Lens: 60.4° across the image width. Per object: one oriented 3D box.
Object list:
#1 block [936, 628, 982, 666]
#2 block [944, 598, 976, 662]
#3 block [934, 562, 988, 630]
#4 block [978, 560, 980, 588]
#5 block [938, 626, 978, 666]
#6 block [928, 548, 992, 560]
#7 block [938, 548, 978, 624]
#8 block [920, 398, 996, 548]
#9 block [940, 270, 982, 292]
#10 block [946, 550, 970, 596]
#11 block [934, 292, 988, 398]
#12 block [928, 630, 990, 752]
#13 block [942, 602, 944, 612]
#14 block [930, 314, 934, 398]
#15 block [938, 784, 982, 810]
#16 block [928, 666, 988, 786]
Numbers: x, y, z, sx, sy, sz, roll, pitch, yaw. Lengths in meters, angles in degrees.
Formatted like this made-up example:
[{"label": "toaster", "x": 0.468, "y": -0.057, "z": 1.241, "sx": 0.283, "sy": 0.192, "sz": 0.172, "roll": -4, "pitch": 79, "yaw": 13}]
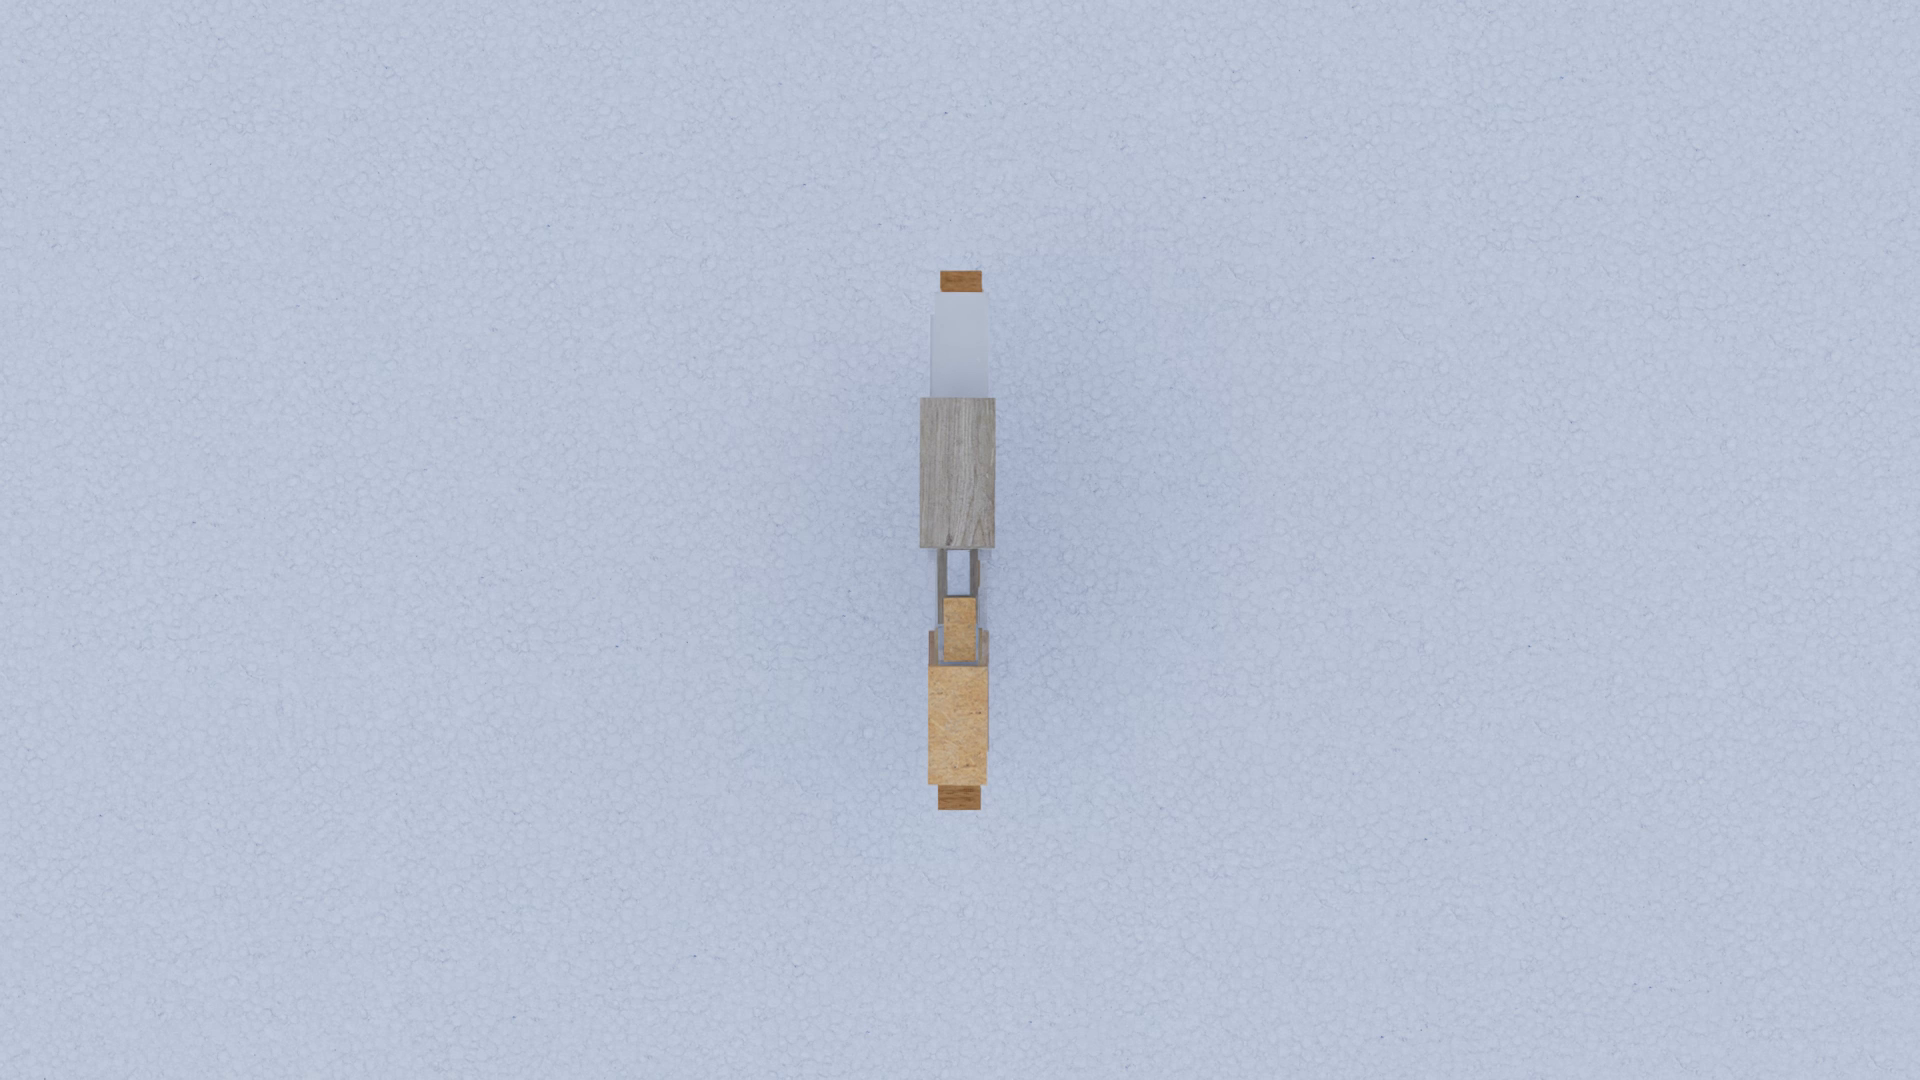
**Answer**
[{"label": "block", "x": -0.004, "y": 0.365, "z": 4.460, "sx": 0.127, "sy": 0.036, "sz": 0.255, "roll": 0, "pitch": 90, "yaw": 0}, {"label": "block", "x": -0.001, "y": 0.218, "z": 4.036, "sx": 0.077, "sy": 0.022, "sz": 0.155, "roll": 0, "pitch": 90, "yaw": 0}, {"label": "block", "x": 0.003, "y": 0.232, "z": 5.152, "sx": 0.162, "sy": 0.046, "sz": 0.325, "roll": 0, "pitch": 90, "yaw": 0}, {"label": "block", "x": -0.002, "y": 0.015, "z": 4.860, "sx": 0.126, "sy": 0.036, "sz": 0.251, "roll": 0, "pitch": 90, "yaw": 0}, {"label": "block", "x": -0.004, "y": 0.322, "z": 4.222, "sx": 0.103, "sy": 0.029, "sz": 0.205, "roll": 0, "pitch": 90, "yaw": 0}, {"label": "block", "x": 0.000, "y": -0.120, "z": 4.466, "sx": 0.176, "sy": 0.050, "sz": 0.352, "roll": 0, "pitch": 90, "yaw": 0}, {"label": "block", "x": -0.006, "y": 0.110, "z": 4.216, "sx": 0.104, "sy": 0.030, "sz": 0.209, "roll": 0, "pitch": 90, "yaw": 0}, {"label": "block", "x": -0.006, "y": -0.152, "z": 3.763, "sx": 0.171, "sy": 0.049, "sz": 0.343, "roll": 0, "pitch": 90, "yaw": 0}, {"label": "block", "x": 0.003, "y": -0.620, "z": 4.505, "sx": 0.113, "sy": 0.032, "sz": 0.226, "roll": 0, "pitch": 90, "yaw": 0}, {"label": "block", "x": -0.004, "y": 0.081, "z": 4.082, "sx": 0.056, "sy": 0.016, "sz": 0.112, "roll": 0, "pitch": 90, "yaw": 0}, {"label": "block", "x": 0.003, "y": -0.454, "z": 3.881, "sx": 0.127, "sy": 0.036, "sz": 0.254, "roll": 1, "pitch": 90, "yaw": 0}, {"label": "block", "x": -0.003, "y": 0.435, "z": 4.757, "sx": 0.174, "sy": 0.049, "sz": 0.347, "roll": 0, "pitch": 90, "yaw": 0}, {"label": "block", "x": -0.003, "y": 0.166, "z": 4.124, "sx": 0.077, "sy": 0.155, "sz": 0.022, "roll": 0, "pitch": 90, "yaw": 0}, {"label": "block", "x": -0.003, "y": -0.422, "z": 4.174, "sx": 0.147, "sy": 0.042, "sz": 0.294, "roll": 0, "pitch": 90, "yaw": 0}, {"label": "block", "x": -0.001, "y": 0.614, "z": 4.482, "sx": 0.117, "sy": 0.033, "sz": 0.234, "roll": 0, "pitch": 90, "yaw": 0}, {"label": "block", "x": -0.006, "y": 0.438, "z": 3.909, "sx": 0.140, "sy": 0.040, "sz": 0.279, "roll": 0, "pitch": 90, "yaw": 0}]
